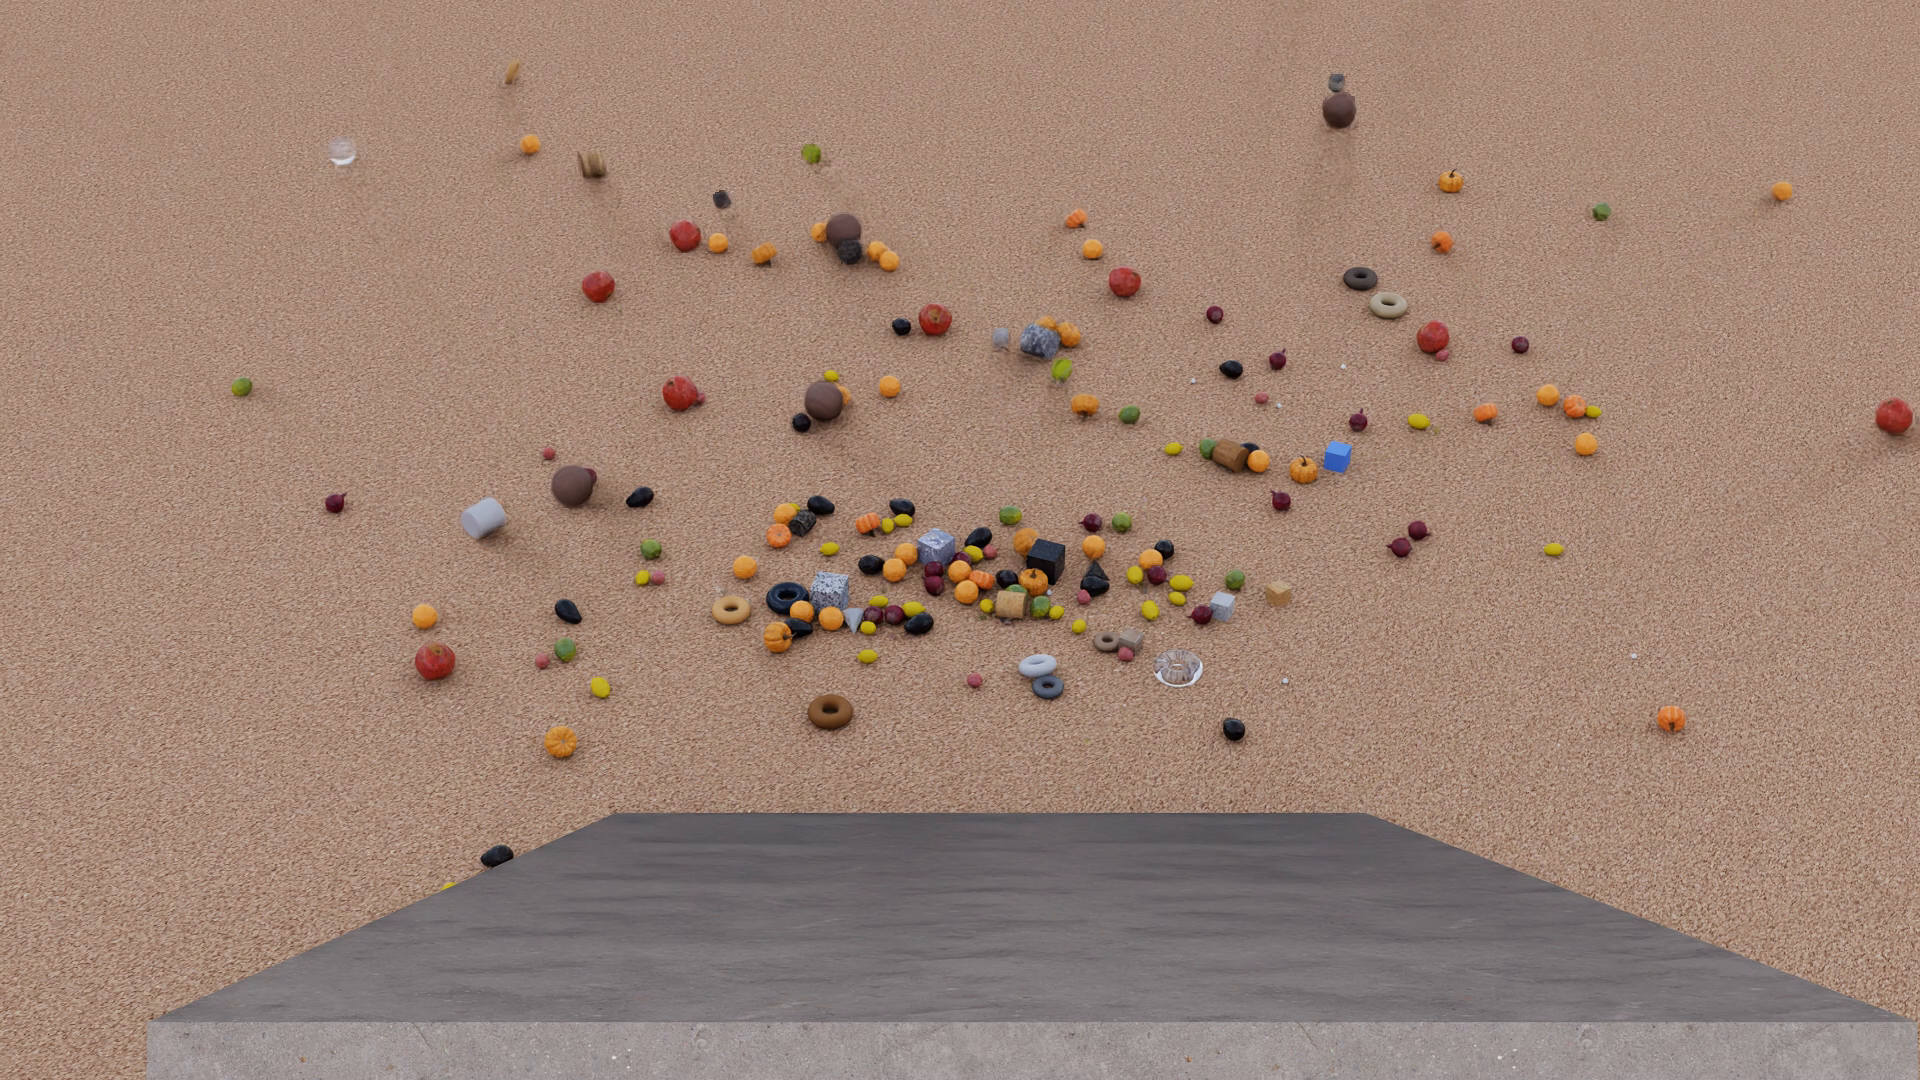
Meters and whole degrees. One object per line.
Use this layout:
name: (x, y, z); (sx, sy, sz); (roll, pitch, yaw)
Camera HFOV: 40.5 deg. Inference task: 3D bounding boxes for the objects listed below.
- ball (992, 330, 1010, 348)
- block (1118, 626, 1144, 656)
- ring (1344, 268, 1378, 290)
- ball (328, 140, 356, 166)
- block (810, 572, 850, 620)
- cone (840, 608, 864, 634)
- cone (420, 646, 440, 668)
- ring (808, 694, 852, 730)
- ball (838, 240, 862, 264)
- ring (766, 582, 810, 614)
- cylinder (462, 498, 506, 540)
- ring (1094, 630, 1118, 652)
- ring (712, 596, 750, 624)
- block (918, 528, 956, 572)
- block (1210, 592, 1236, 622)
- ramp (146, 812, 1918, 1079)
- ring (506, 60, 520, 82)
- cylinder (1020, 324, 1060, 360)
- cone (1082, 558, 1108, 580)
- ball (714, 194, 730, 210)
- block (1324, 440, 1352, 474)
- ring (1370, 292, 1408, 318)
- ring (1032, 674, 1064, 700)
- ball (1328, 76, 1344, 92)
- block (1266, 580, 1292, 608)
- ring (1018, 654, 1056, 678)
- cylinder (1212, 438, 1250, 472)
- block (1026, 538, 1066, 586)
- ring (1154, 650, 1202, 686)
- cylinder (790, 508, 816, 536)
ball: (0.138, -0.684, 8.876); (0.060, 0.060, 0.060); (0, 37, 0)
block: (0.498, 0.298, 7.585); (0.054, 0.054, 0.054); (19, 41, 23)
ring: (1.418, -0.926, 9.211); (0.121, 0.040, 0.121); (-1, 36, 1)
ball: (-2.347, -1.472, 9.884); (0.098, 0.098, 0.098); (0, 37, 0)
block: (-0.387, 0.164, 7.729); (0.093, 0.093, 0.093); (8, 38, 10)
cone: (-0.314, 0.248, 7.669); (0.072, 0.072, 0.072); (-3, 64, -4)
cone: (-1.537, 0.329, 7.540); (0.059, 0.059, 0.059); (0, 37, 0)
ring: (-0.367, 0.485, 7.348); (0.128, 0.043, 0.128); (1, 38, -1)
ball: (-0.393, -1.032, 9.309); (0.090, 0.090, 0.090); (0, 37, 0)
ring: (-0.514, 0.174, 7.758); (0.131, 0.044, 0.131); (-1, 38, 1)
cylinder: (-1.469, -0.065, 8.028); (0.097, 0.097, 0.097); (30, 46, 33)
ring: (0.431, 0.297, 7.608); (0.083, 0.028, 0.083); (-1, 37, 1)
ring: (-0.679, 0.208, 7.716); (0.117, 0.039, 0.117); (0, 36, 0)
block: (-0.072, 0.029, 7.917); (0.082, 0.082, 0.082); (26, 44, 30)
block: (0.778, 0.198, 7.714); (0.057, 0.057, 0.057); (17, 40, 21)
ramp: (0.082, 0.686, 4.935); (2.000, 0.100, 4.000); (0, -3, 0)
ring: (-1.793, -1.876, 10.424); (0.031, 0.094, 0.094); (20, 39, 0)
cylinder: (0.271, -0.672, 8.828); (0.097, 0.097, 0.097); (22, 42, 26)
cone: (0.420, 0.104, 7.857); (0.076, 0.076, 0.076); (30, 39, -5)
ball: (-0.880, -1.253, 9.626); (0.060, 0.060, 0.060); (0, 37, 0)
block: (1.207, -0.265, 8.317); (0.066, 0.066, 0.066); (16, 40, 19)
ring: (1.492, -0.817, 9.065); (0.134, 0.045, 0.134); (1, 38, -1)
ring: (0.252, 0.420, 7.444); (0.091, 0.030, 0.091); (0, 38, 0)
ball: (1.499, -1.816, 10.368); (0.062, 0.062, 0.062); (0, 37, 0)
block: (0.950, 0.160, 7.768); (0.052, 0.052, 0.052); (-24, 43, -28)
ring: (0.224, 0.362, 7.496); (0.111, 0.037, 0.111); (-9, 20, 3)
cylinder: (0.865, -0.269, 8.309); (0.084, 0.084, 0.084); (28, 45, 32)
block: (0.259, 0.066, 7.860); (0.090, 0.090, 0.090); (14, 39, 18)
ring: (0.628, 0.369, 7.497); (0.143, 0.048, 0.143); (-1, 37, 1)
cylinder: (-0.485, -0.053, 8.041); (0.062, 0.062, 0.062); (17, 40, 21)
